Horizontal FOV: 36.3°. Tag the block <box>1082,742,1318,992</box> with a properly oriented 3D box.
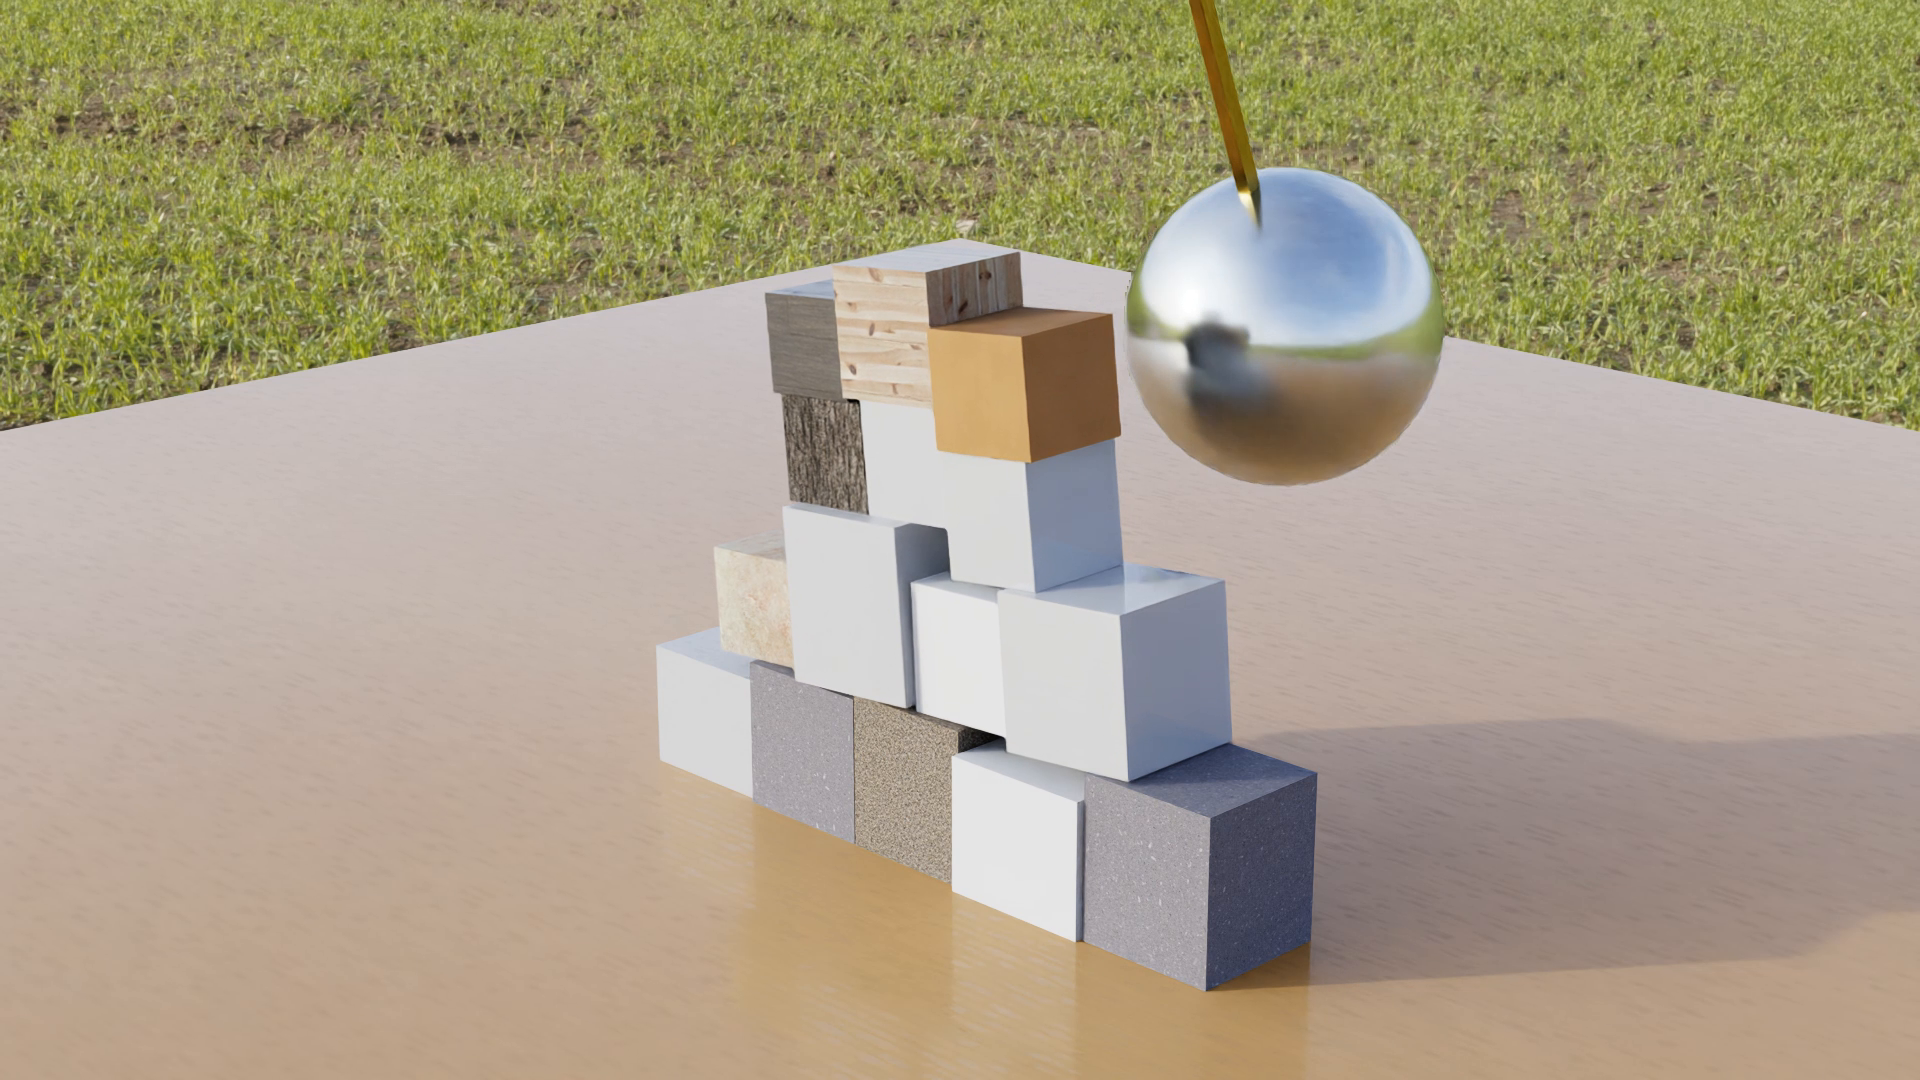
[{"bbox_3d":[1.032,1.372,12.668,0.706,0.787,0.705,-17,24,-42],"label":"block"}]

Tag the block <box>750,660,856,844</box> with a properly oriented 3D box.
[{"bbox_3d":[-0.507,0.935,14.162,0.694,0.725,0.727,-17,24,-42],"label":"block"}]

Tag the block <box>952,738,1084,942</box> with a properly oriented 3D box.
[{"bbox_3d":[0.503,1.277,13.186,0.763,0.656,0.760,-17,24,-42],"label":"block"}]

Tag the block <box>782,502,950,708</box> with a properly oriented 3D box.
[{"bbox_3d":[-0.268,0.225,13.704,0.755,0.844,0.751,-17,19,-42],"label":"block"}]

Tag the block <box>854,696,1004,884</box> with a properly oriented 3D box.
[{"bbox_3d":[-0.013,1.074,13.665,0.670,0.757,0.682,-17,24,-42],"label":"block"}]

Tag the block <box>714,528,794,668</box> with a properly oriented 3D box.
[{"bbox_3d":[-0.762,0.268,14.206,0.559,0.518,0.617,-17,20,-42],"label":"block"}]

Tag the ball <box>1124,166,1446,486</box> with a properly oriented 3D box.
[{"bbox_3d":[1.623,-1.067,14.707,1.600,1.600,1.600,0,17,0],"label":"ball"}]

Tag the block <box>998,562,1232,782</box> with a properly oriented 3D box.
[{"bbox_3d":[0.677,0.552,12.791,0.682,0.729,0.717,-17,19,-42],"label":"block"}]

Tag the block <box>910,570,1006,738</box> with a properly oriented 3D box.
[{"bbox_3d":[0.221,0.465,13.269,0.629,0.612,0.592,-17,21,-42],"label":"block"}]

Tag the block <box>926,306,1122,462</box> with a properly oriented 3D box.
[{"bbox_3d":[0.281,-0.688,12.801,0.574,0.544,0.573,-18,19,-42],"label":"block"}]

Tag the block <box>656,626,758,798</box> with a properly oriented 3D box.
[{"bbox_3d":[-1.021,0.827,14.691,0.660,0.614,0.739,-17,24,-42],"label":"block"}]

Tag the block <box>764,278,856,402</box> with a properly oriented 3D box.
[{"bbox_3d":[-0.528,-0.935,13.593,0.496,0.472,0.519,-17,18,-42],"label":"block"}]

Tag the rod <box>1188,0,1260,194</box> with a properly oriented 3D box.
[{"bbox_3d":[0.703,-3.788,12.888,0.080,5.200,0.080,17,46,42],"label":"rod"}]

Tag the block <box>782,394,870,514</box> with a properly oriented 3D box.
[{"bbox_3d":[-0.431,-0.455,13.664,0.542,0.507,0.541,-17,18,-42],"label":"block"}]

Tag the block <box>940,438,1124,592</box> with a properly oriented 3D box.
[{"bbox_3d":[0.321,-0.146,12.971,0.570,0.591,0.516,-17,17,-42],"label":"block"}]

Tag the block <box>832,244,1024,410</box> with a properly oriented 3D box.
[{"bbox_3d":[-0.131,-0.967,13.186,0.591,0.609,0.603,-17,19,-42],"label":"block"}]

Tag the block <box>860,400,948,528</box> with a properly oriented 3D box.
[{"bbox_3d":[-0.070,-0.399,13.280,0.516,0.544,0.513,-17,19,-42],"label":"block"}]
